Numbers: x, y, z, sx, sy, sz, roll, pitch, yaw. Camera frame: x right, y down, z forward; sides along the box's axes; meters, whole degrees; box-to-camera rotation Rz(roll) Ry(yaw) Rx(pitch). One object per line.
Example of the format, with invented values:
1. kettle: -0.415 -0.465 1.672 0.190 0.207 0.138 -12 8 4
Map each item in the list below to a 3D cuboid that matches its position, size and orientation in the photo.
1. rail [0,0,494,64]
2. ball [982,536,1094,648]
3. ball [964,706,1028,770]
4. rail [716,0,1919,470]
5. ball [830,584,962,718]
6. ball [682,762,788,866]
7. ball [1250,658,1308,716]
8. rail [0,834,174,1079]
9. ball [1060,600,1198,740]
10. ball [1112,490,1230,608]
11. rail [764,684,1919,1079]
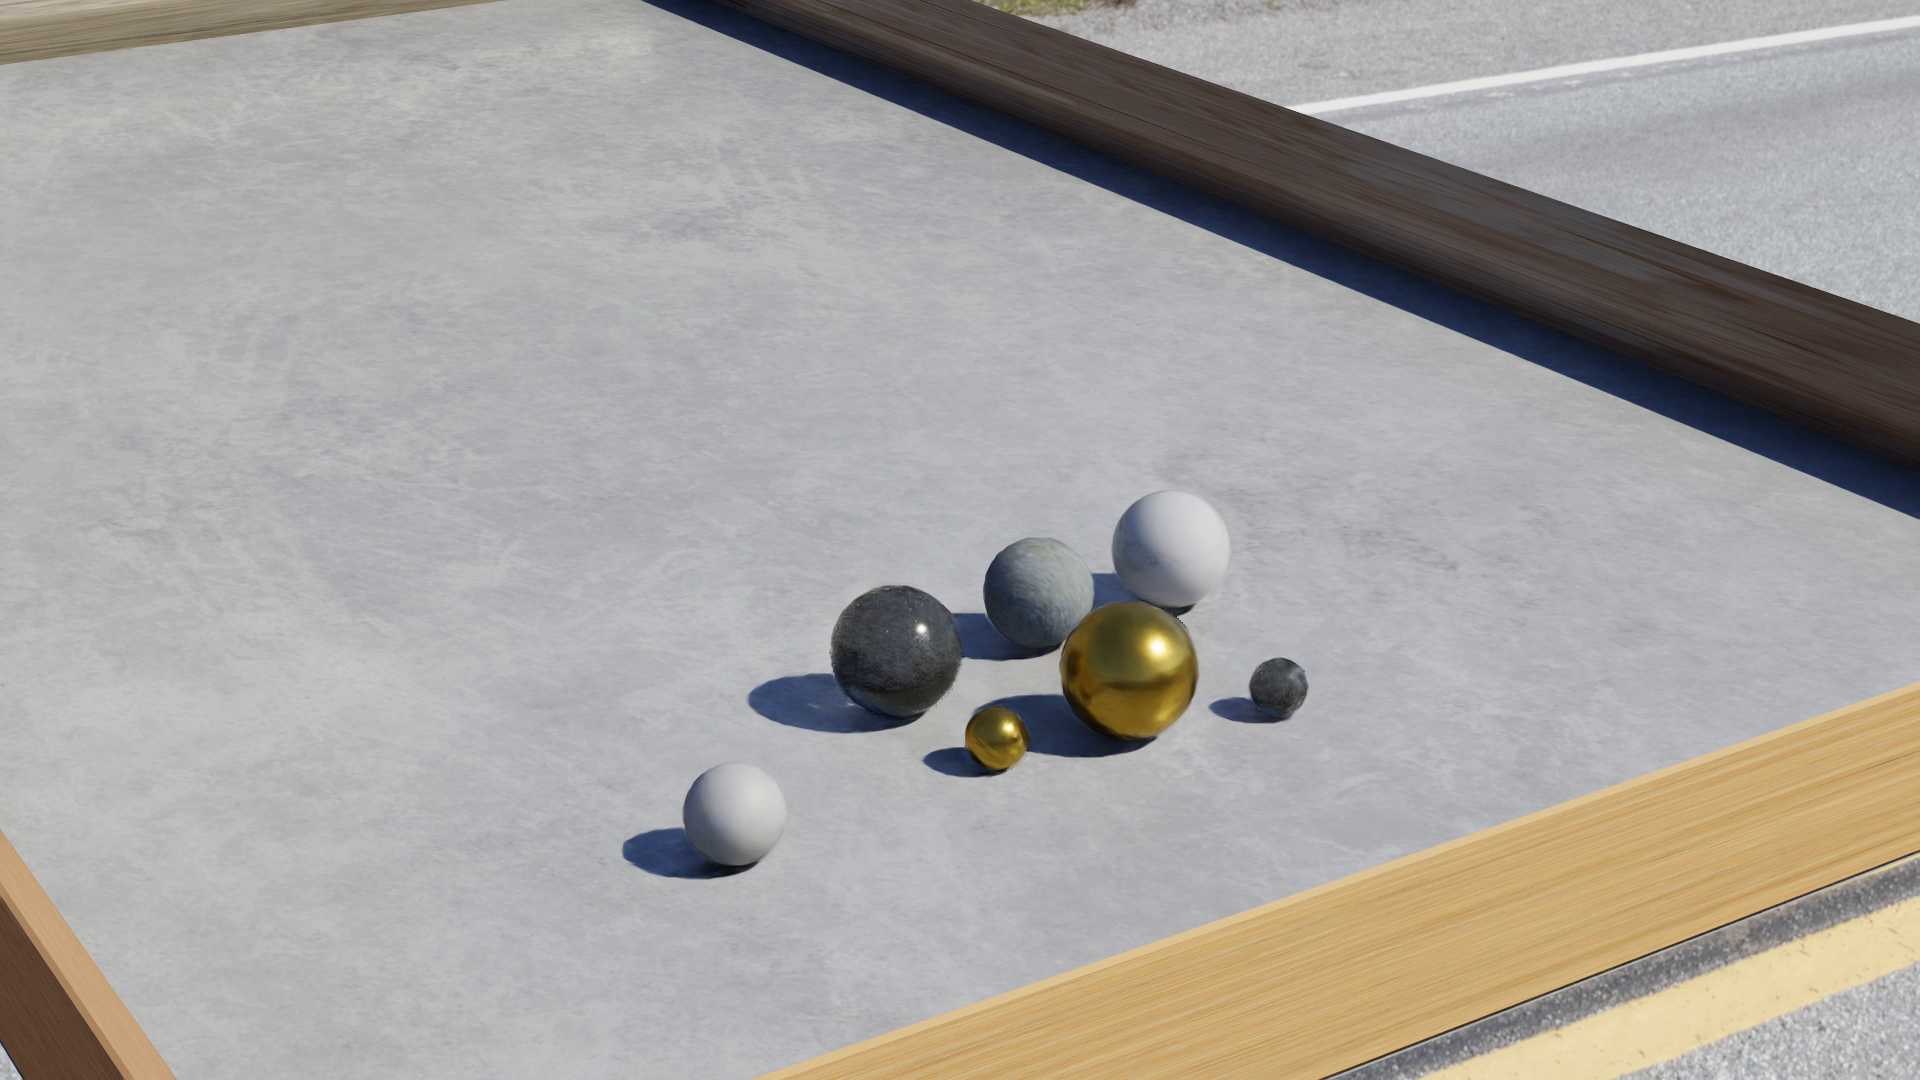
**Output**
1. rail: -1.149 -0.725 3.992 1.683 0.129 0.045 -14 26 -30
2. ball: 0.059 0.040 2.233 0.084 0.084 0.084 0 23 0
3. ball: 0.025 0.138 2.050 0.045 0.045 0.045 0 23 0
4. rail: 0.302 -0.433 3.297 0.045 0.129 2.880 -14 26 -30
5. ball: -0.046 0.080 2.122 0.096 0.096 0.096 0 23 0
6. ball: -0.147 0.179 1.922 0.068 0.068 0.068 0 23 0
7. ball: 0.231 0.106 2.128 0.043 0.043 0.043 0 23 0
8. rail: -1.076 -0.092 2.486 0.045 0.129 2.880 -14 26 -30
9. ball: 0.120 0.093 2.088 0.099 0.099 0.099 0 23 0
10. ball: 0.165 0.007 2.299 0.093 0.093 0.093 0 23 0
11. rail: 0.374 0.200 1.790 1.683 0.129 0.045 -14 26 -30
